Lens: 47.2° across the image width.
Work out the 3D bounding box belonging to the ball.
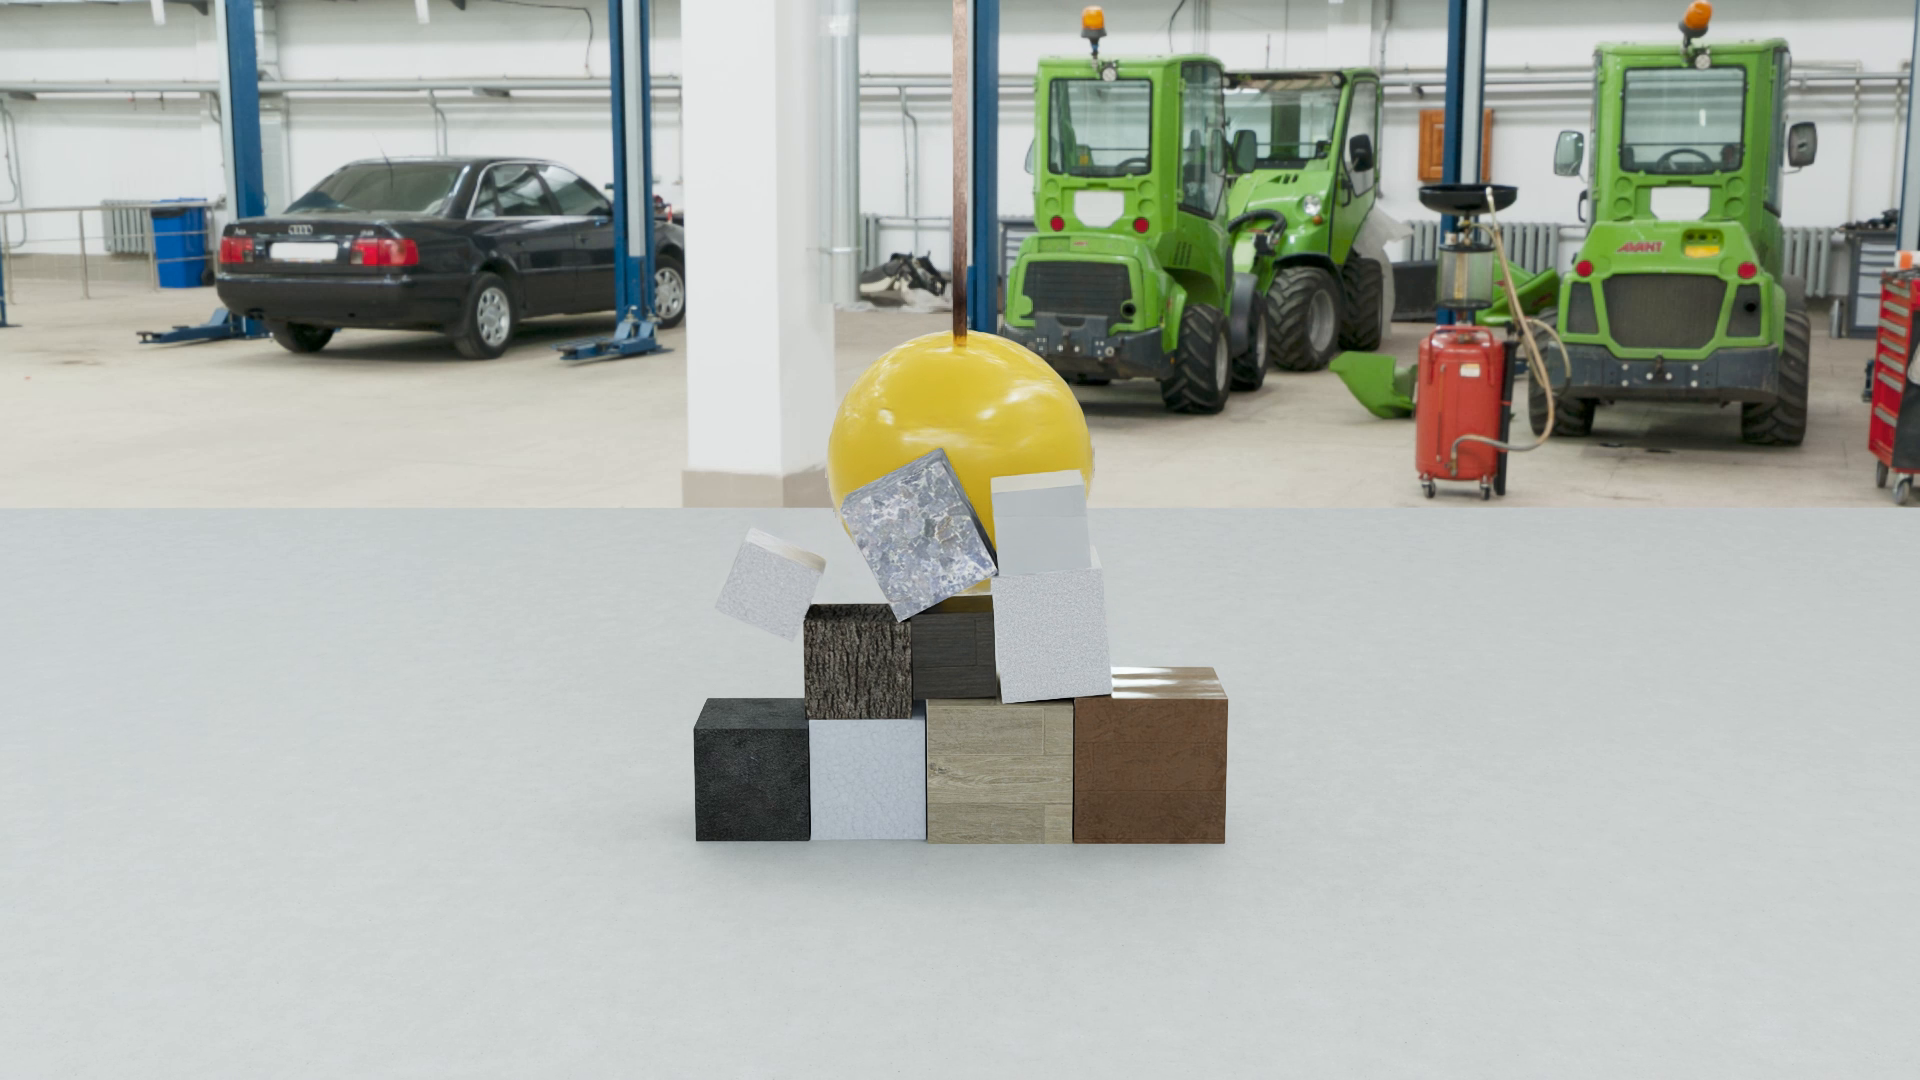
[{"bbox_3d":[0.000,-0.458,13.205,1.600,1.600,1.600,0,10,0],"label":"ball"}]

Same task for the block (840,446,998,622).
[{"bbox_3d":[-0.200,-0.035,11.175,0.560,0.634,0.506,-27,9,5],"label":"block"}]

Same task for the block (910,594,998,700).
[{"bbox_3d":[-0.030,0.546,11.292,0.419,0.438,0.424,-2,10,0],"label":"block"}]

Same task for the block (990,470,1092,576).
[{"bbox_3d":[0.406,-0.092,11.155,0.463,0.421,0.509,-5,10,1],"label":"block"}]

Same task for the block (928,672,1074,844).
[{"bbox_3d":[0.202,1.121,11.395,0.729,0.718,0.700,0,10,0],"label":"block"}]

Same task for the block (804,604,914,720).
[{"bbox_3d":[-0.514,0.618,11.282,0.539,0.501,0.461,0,10,0],"label":"block"}]

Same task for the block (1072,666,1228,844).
[{"bbox_3d":[0.958,1.104,11.384,0.764,0.754,0.678,0,10,0],"label":"block"}]

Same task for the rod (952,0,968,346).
[{"bbox_3d":[0.000,-3.387,11.478,0.080,5.200,0.080,0,31,0],"label":"rod"}]

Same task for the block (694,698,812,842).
[{"bbox_3d":[-1.053,1.183,11.408,0.574,0.590,0.618,0,10,0],"label":"block"}]

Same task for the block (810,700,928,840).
[{"bbox_3d":[-0.466,1.166,11.409,0.583,0.622,0.574,0,10,0],"label":"block"}]

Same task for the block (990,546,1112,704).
[{"bbox_3d":[0.460,0.424,11.276,0.555,0.643,0.626,-5,10,1],"label":"block"}]

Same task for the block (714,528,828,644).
[{"bbox_3d":[-0.959,0.226,11.233,0.433,0.390,0.379,23,9,-4],"label":"block"}]
